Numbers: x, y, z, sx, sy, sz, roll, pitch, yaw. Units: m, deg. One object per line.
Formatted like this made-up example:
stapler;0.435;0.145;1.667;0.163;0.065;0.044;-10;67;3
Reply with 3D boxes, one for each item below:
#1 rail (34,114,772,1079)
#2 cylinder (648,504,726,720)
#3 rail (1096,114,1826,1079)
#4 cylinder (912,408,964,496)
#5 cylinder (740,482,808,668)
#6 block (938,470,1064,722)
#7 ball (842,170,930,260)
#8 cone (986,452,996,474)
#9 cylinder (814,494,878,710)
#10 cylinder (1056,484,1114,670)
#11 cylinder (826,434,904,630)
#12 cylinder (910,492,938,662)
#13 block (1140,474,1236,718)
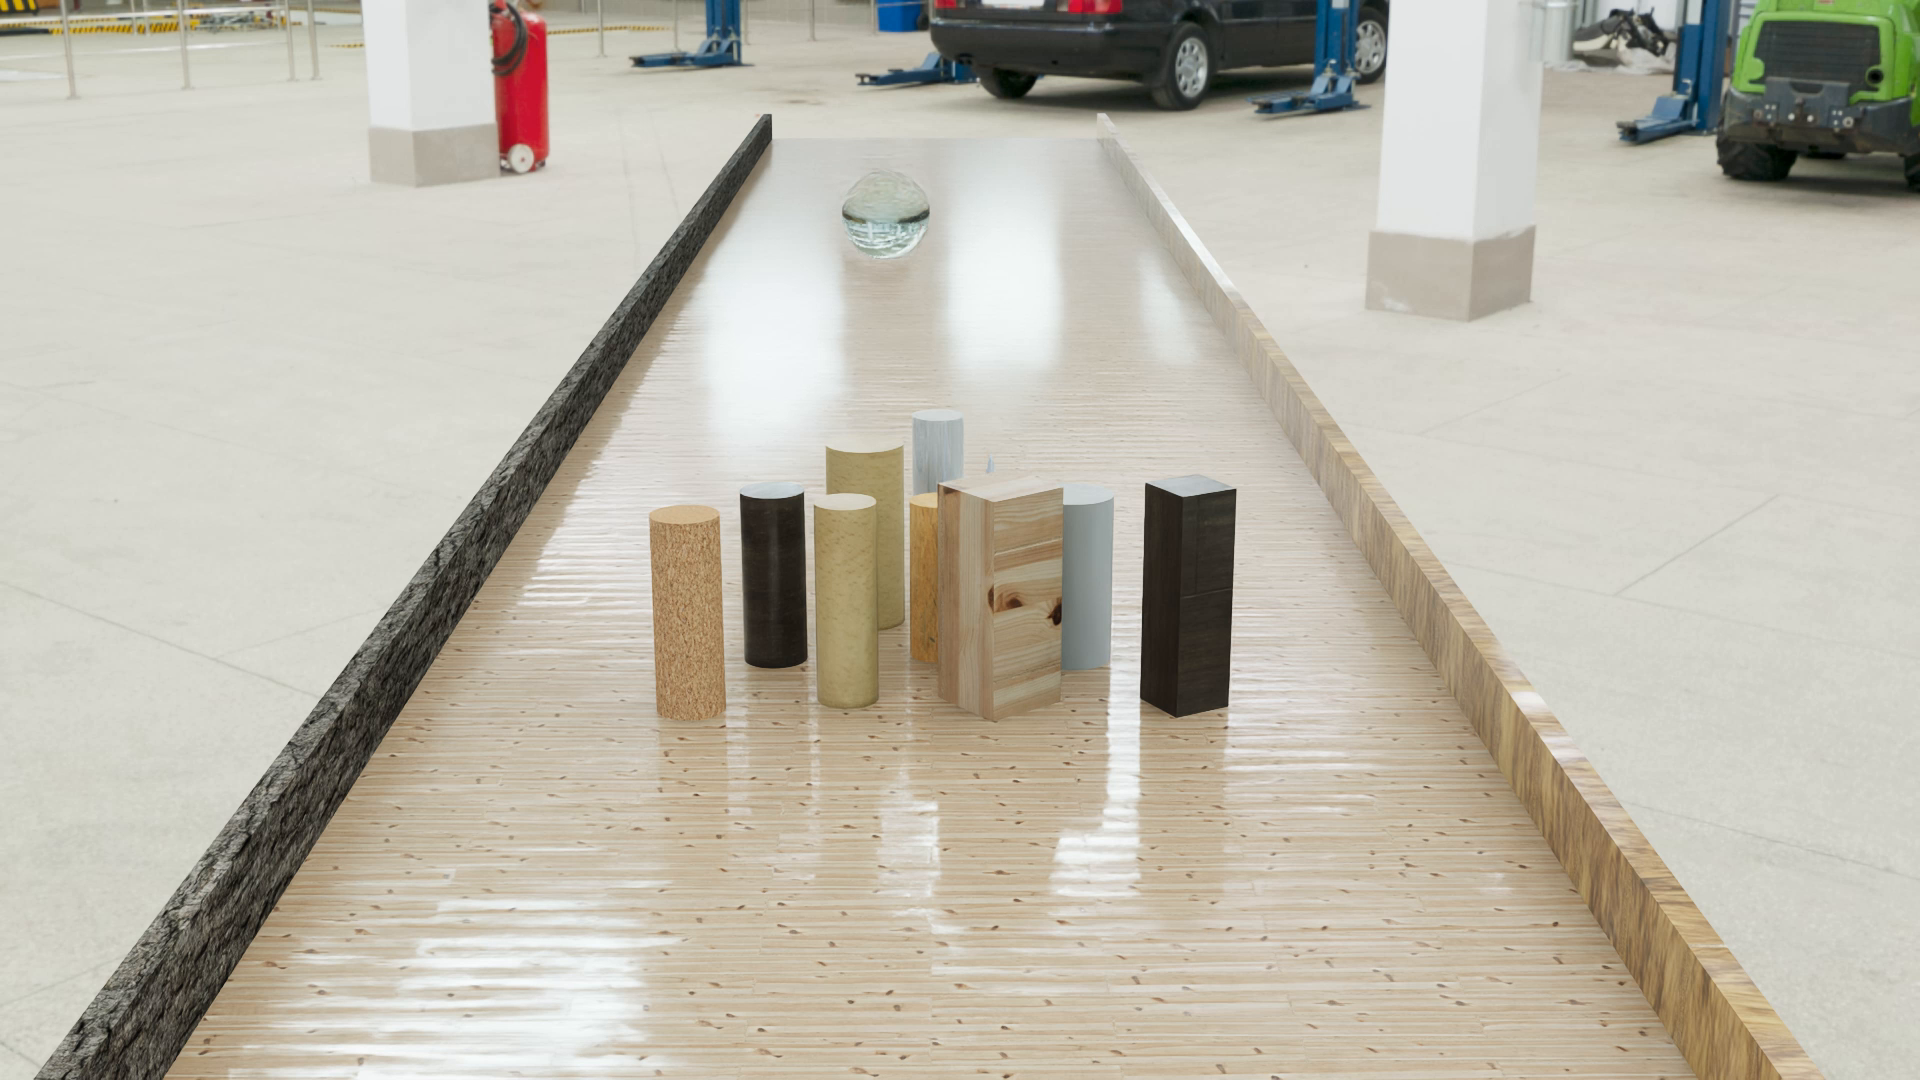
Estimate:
rail;-1.118;-0.838;7.780;0.050;0.150;12.000;0;17;-1
cylinder;-0.507;0.135;4.103;0.130;0.381;0.130;0;17;0
rail;0.932;-0.844;7.801;0.050;0.150;12.000;0;17;-1
cylinder;-0.048;-0.091;4.866;0.114;0.381;0.114;0;17;0
cylinder;-0.370;0.069;4.379;0.128;0.350;0.128;0;17;0
block;0.075;0.101;4.142;0.166;0.424;0.166;-13;21;-37
ball;-0.307;-1.348;9.119;0.366;0.366;0.366;0;17;0
cone;0.065;-0.017;4.666;0.167;0.353;0.167;0;17;0
cylinder;-0.214;0.116;4.153;0.118;0.391;0.118;0;17;0
cylinder;0.223;0.072;4.387;0.162;0.341;0.162;0;17;0
cylinder;-0.198;-0.016;4.607;0.163;0.385;0.163;0;17;0
cylinder;-0.044;0.075;4.409;0.113;0.322;0.113;0;17;0
block;0.427;0.104;4.126;0.121;0.428;0.121;-9;19;-29
